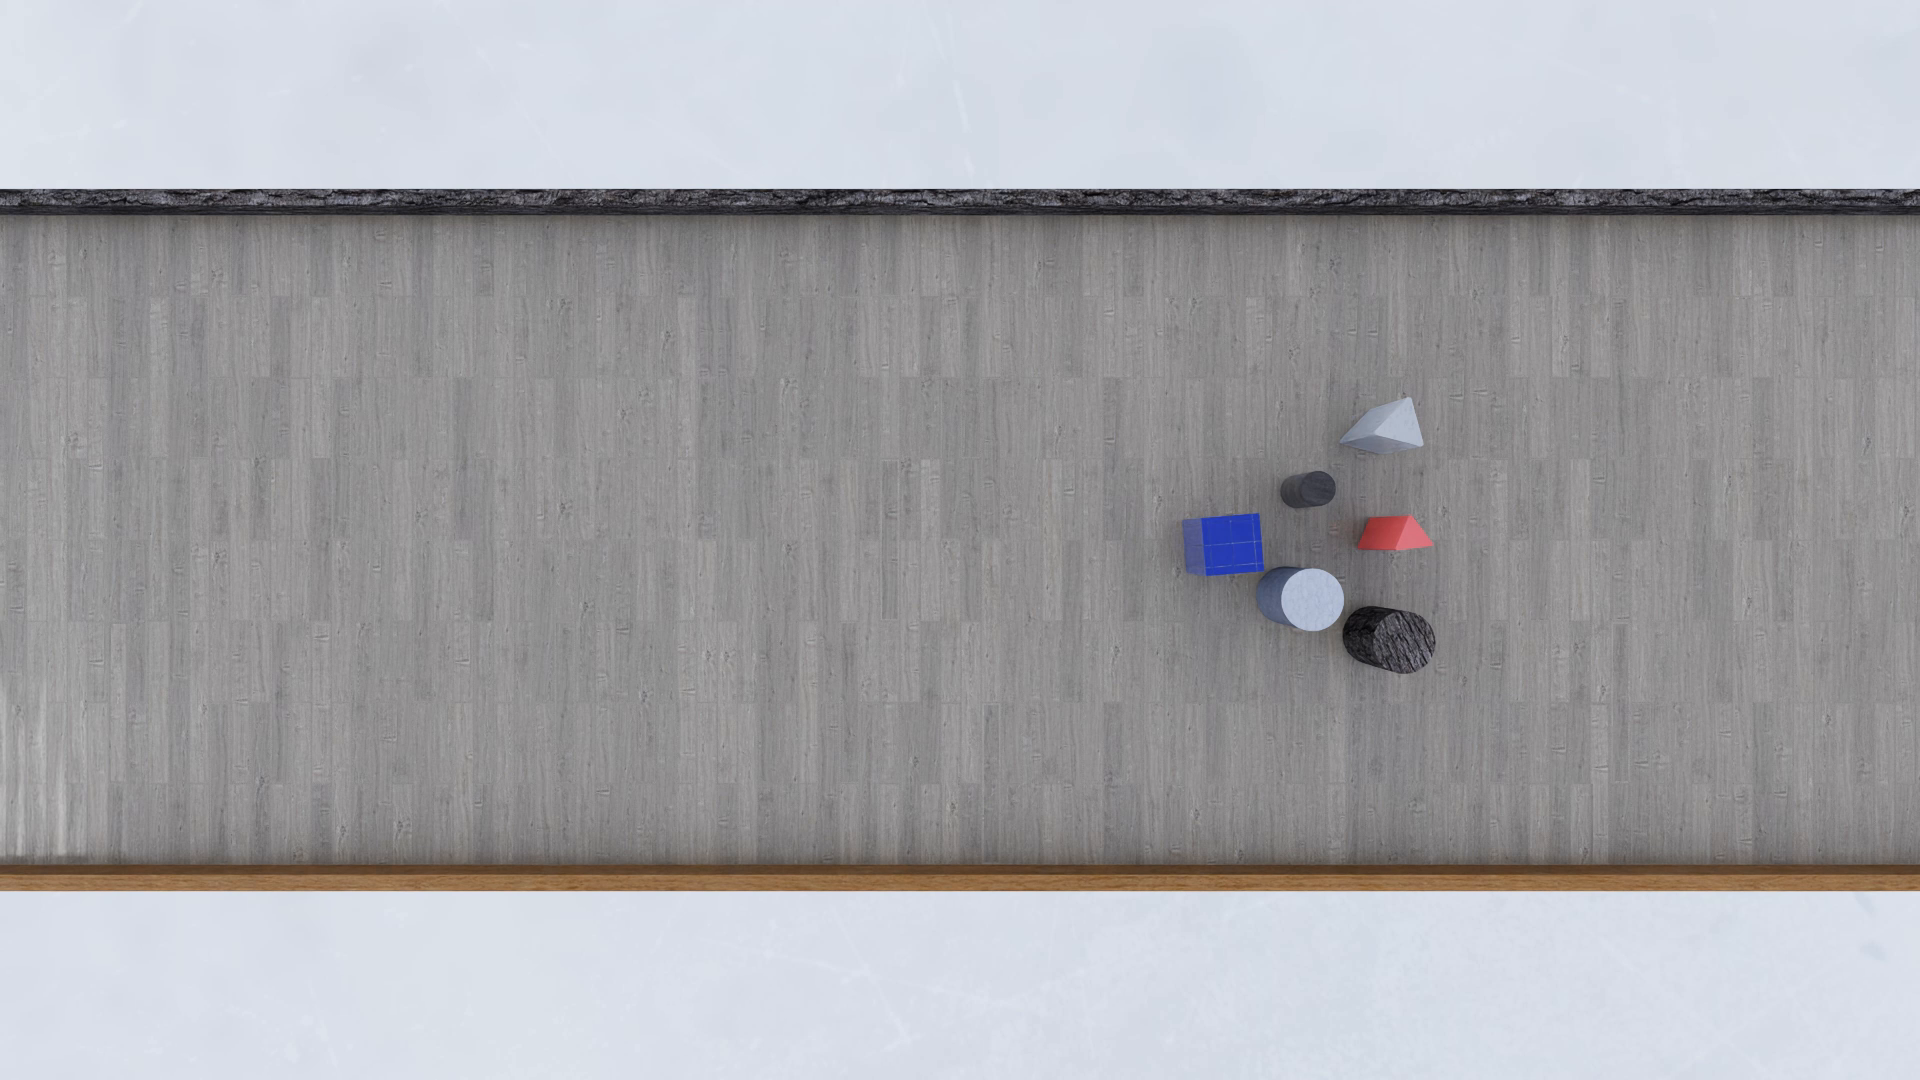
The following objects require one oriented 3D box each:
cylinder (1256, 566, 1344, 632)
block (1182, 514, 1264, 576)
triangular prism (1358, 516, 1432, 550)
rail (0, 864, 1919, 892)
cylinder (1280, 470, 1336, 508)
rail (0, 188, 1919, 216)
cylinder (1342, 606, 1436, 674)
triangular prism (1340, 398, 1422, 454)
[{"bbox_3d":[1.001,0.170,4.878,0.178,0.397,0.178,0,90,0],"label":"cylinder"},{"bbox_3d":[0.772,0.013,4.872,0.165,0.409,0.165,-5,90,0],"label":"block"},{"bbox_3d":[1.270,-0.025,4.853,0.104,0.447,0.090,-7,90,0],"label":"triangular prism"},{"bbox_3d":[-2.247,1.025,5.001,12.000,0.150,0.050,0,90,0],"label":"rail"},{"bbox_3d":[1.037,-0.149,4.924,0.102,0.304,0.102,0,90,0],"label":"cylinder"},{"bbox_3d":[-2.247,-1.025,5.002,12.000,0.150,0.050,0,90,0],"label":"rail"},{"bbox_3d":[1.267,0.293,4.891,0.179,0.371,0.179,0,90,0],"label":"cylinder"},{"bbox_3d":[1.250,-0.342,4.860,0.142,0.434,0.123,15,90,0],"label":"triangular prism"}]
